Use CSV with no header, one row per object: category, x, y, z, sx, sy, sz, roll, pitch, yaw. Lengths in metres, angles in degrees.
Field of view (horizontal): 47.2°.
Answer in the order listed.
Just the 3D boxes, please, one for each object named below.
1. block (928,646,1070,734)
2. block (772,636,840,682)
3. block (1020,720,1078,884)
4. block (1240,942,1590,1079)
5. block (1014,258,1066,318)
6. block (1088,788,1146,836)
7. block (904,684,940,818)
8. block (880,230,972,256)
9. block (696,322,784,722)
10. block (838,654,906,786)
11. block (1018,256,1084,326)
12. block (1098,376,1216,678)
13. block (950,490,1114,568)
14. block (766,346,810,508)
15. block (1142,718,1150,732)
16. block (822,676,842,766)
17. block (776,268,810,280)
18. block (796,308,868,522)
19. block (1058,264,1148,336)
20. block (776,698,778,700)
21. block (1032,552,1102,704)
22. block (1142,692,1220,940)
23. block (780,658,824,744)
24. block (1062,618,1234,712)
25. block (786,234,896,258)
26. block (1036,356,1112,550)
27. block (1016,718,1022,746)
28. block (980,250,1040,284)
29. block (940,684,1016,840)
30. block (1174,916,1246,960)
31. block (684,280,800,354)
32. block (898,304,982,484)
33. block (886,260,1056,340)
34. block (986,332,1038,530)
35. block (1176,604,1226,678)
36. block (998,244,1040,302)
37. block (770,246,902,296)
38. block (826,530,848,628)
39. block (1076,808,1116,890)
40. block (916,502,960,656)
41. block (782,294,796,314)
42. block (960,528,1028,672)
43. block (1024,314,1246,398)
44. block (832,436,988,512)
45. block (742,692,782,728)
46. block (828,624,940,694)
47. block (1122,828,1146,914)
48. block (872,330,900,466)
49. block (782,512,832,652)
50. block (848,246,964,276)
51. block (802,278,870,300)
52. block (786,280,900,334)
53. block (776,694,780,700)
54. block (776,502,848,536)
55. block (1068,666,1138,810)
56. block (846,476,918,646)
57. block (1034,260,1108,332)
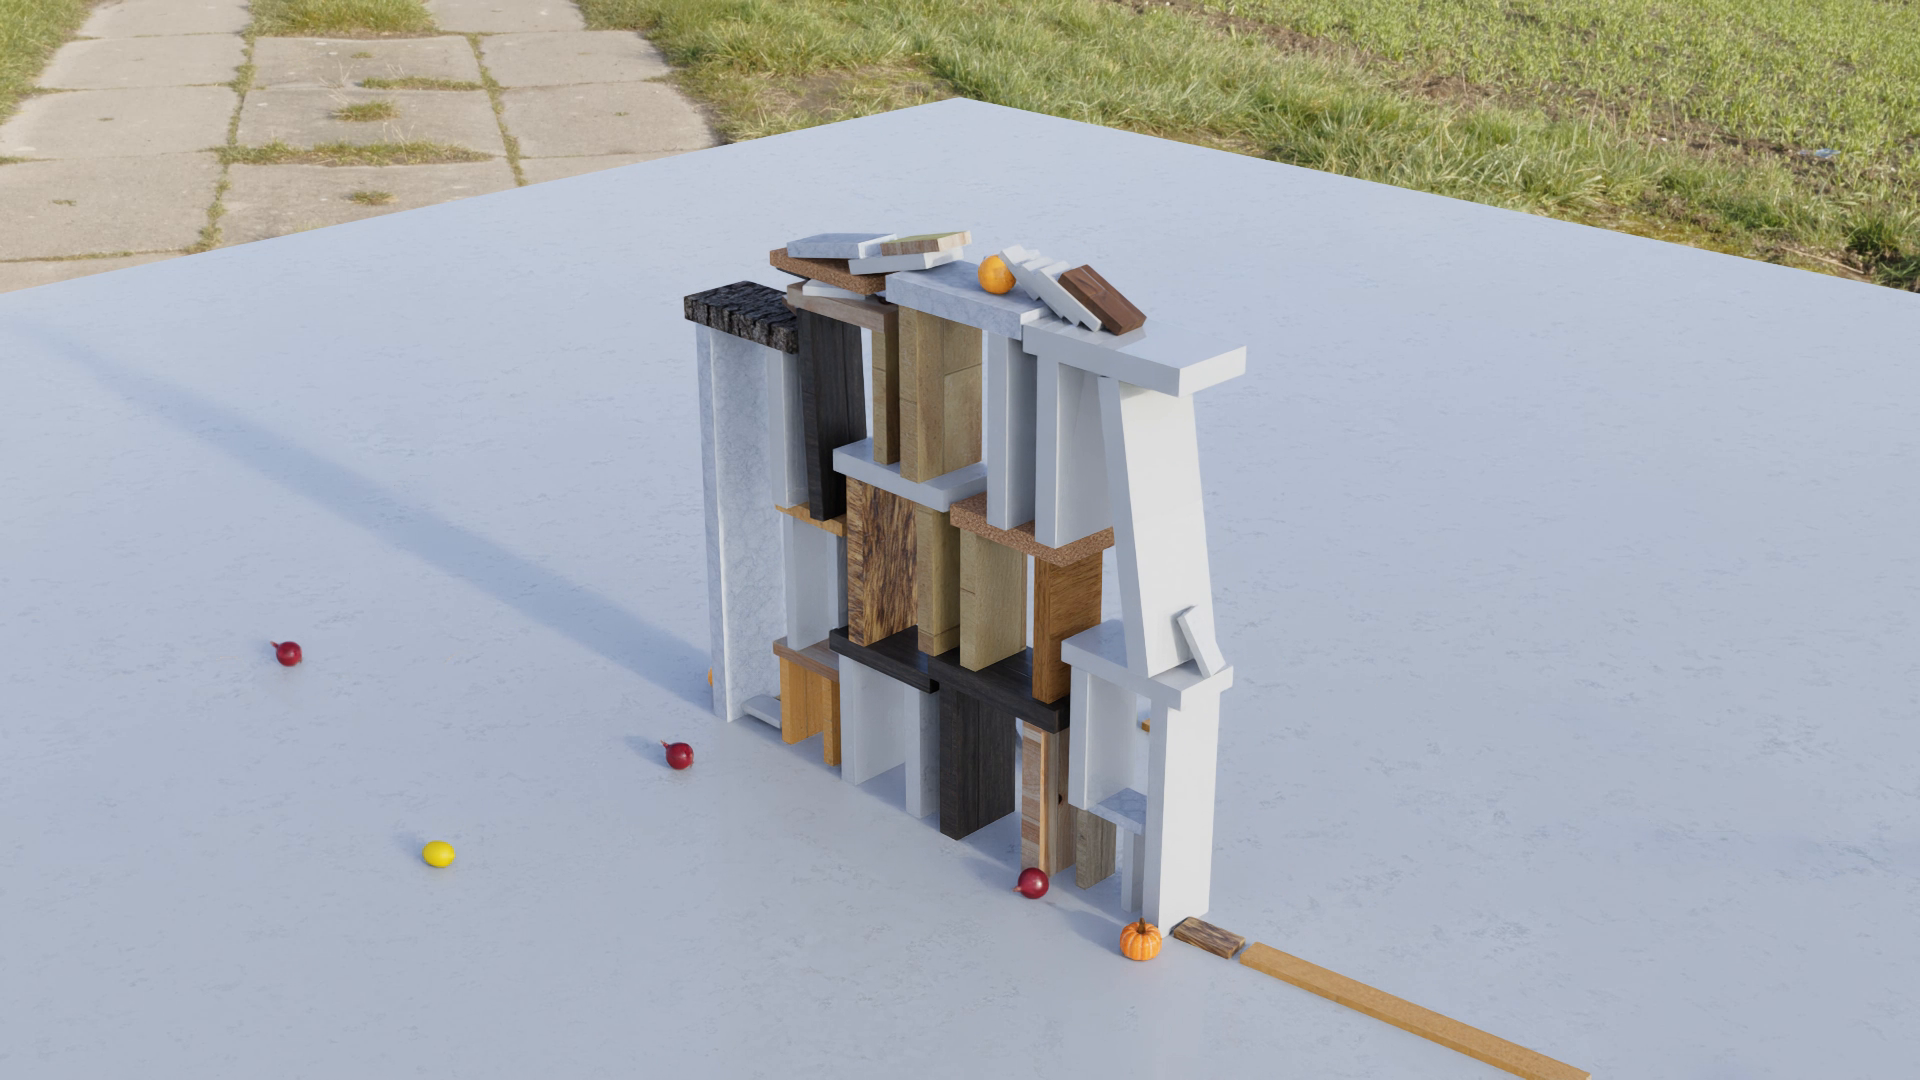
block,0.114,0.268,4.214,0.334,0.047,0.167,21,31,41
block,-0.289,0.241,4.637,0.203,0.029,0.101,21,31,40
block,0.193,0.474,4.216,0.047,0.334,0.167,21,31,41
block,0.774,0.823,3.801,0.639,0.017,0.058,17,28,34
block,0.157,-0.443,3.871,0.124,0.015,0.054,47,42,16
block,0.301,0.496,4.115,0.174,0.025,0.087,21,31,40
block,-0.044,0.403,4.438,0.145,0.291,0.041,-21,31,-41
block,-0.064,-0.549,4.069,0.081,0.023,0.162,-21,16,-39
block,-0.465,-0.046,4.711,0.167,0.904,0.047,-21,31,-40
block,-0.180,0.350,4.564,0.041,0.291,0.145,21,31,41
block,0.178,-0.435,3.841,0.148,0.021,0.074,44,41,18
block,0.346,-0.041,3.837,0.175,0.534,0.050,-19,19,-38
block,0.133,-0.028,4.072,0.284,0.040,0.142,21,31,41
block,-0.308,-0.247,4.456,0.167,0.335,0.047,-21,31,-40
block,0.462,0.396,4.805,0.124,0.018,0.062,-21,31,-40
block,-0.242,0.366,4.638,0.029,0.203,0.101,21,31,40
block,-0.308,-0.536,4.339,0.057,0.016,0.114,-17,27,-34
block,-0.249,-0.261,4.364,0.038,0.433,0.134,17,28,40
block,0.245,-0.414,3.791,0.148,0.021,0.074,44,41,19
block,-0.389,0.382,4.836,0.128,0.018,0.064,18,29,35
block,0.199,0.147,4.073,0.040,0.284,0.142,21,31,41
block,0.400,0.488,3.994,0.142,0.482,0.040,-20,31,-39
block,-0.337,0.329,4.726,0.029,0.203,0.101,21,31,40
block,0.334,0.222,3.953,0.142,0.040,0.283,-21,31,-40
block,-0.227,-0.566,4.230,0.203,0.029,0.101,8,22,43
block,0.215,-0.176,3.920,0.175,0.350,0.050,-21,30,-40
block,0.164,0.413,4.726,0.081,0.023,0.162,-10,18,-8
block,0.090,-0.495,3.983,0.107,0.054,0.015,-10,46,-23
block,0.036,0.413,4.360,0.047,0.334,0.167,21,31,41
block,0.456,0.728,4.024,0.117,0.017,0.058,17,28,34
block,-0.388,-0.454,4.455,0.335,0.047,0.167,21,31,40
block,-0.035,-0.292,4.136,0.170,0.340,0.048,-21,31,-40
block,0.044,-0.440,3.985,0.340,0.048,0.170,21,31,40
block,0.127,-0.216,3.992,0.170,0.368,0.048,-21,31,-41
block,0.424,0.178,3.864,0.017,0.117,0.058,-20,8,37
block,0.119,-0.475,3.904,0.107,0.015,0.054,52,42,10
block,-0.239,-0.526,4.255,0.101,0.029,0.285,-20,30,-39
block,-0.221,0.067,4.487,0.104,0.208,0.029,-21,31,-40
block,0.260,0.571,4.191,0.025,0.174,0.087,21,31,40
block,-0.012,0.056,4.258,0.154,0.309,0.044,-21,31,-41
block,-0.313,-0.471,4.414,0.057,0.016,0.114,-9,25,-20
block,0.065,0.095,4.197,0.040,0.284,0.142,21,31,41
block,0.296,-0.328,3.765,0.350,0.050,0.175,21,31,40
block,-0.085,-0.135,4.257,0.154,0.044,0.309,-21,31,-40
block,-0.413,0.373,4.811,0.128,0.018,0.064,21,31,40
block,-0.112,0.223,4.438,0.291,0.041,0.145,21,31,40
block,0.342,0.603,4.116,0.025,0.174,0.087,21,31,41
block,-0.106,-0.290,4.222,0.134,0.268,0.038,-21,31,-40
block,-0.317,0.073,4.601,0.029,0.309,0.104,20,30,39
block,-0.102,-0.526,4.117,0.203,0.029,0.101,2,18,44
block,-0.232,-0.481,4.207,0.124,0.018,0.062,6,24,14
block,-0.192,-0.458,4.223,0.268,0.038,0.134,21,31,39
block,-0.281,0.310,5.007,0.064,0.018,0.359,16,28,33
block,-0.270,-0.062,4.488,0.104,0.029,0.208,-21,31,-40
block,0.266,0.345,4.076,0.040,0.283,0.142,21,31,40
block,-0.154,0.022,4.401,0.044,0.358,0.154,21,31,39
block,0.207,-0.423,3.812,0.148,0.021,0.074,44,41,18
